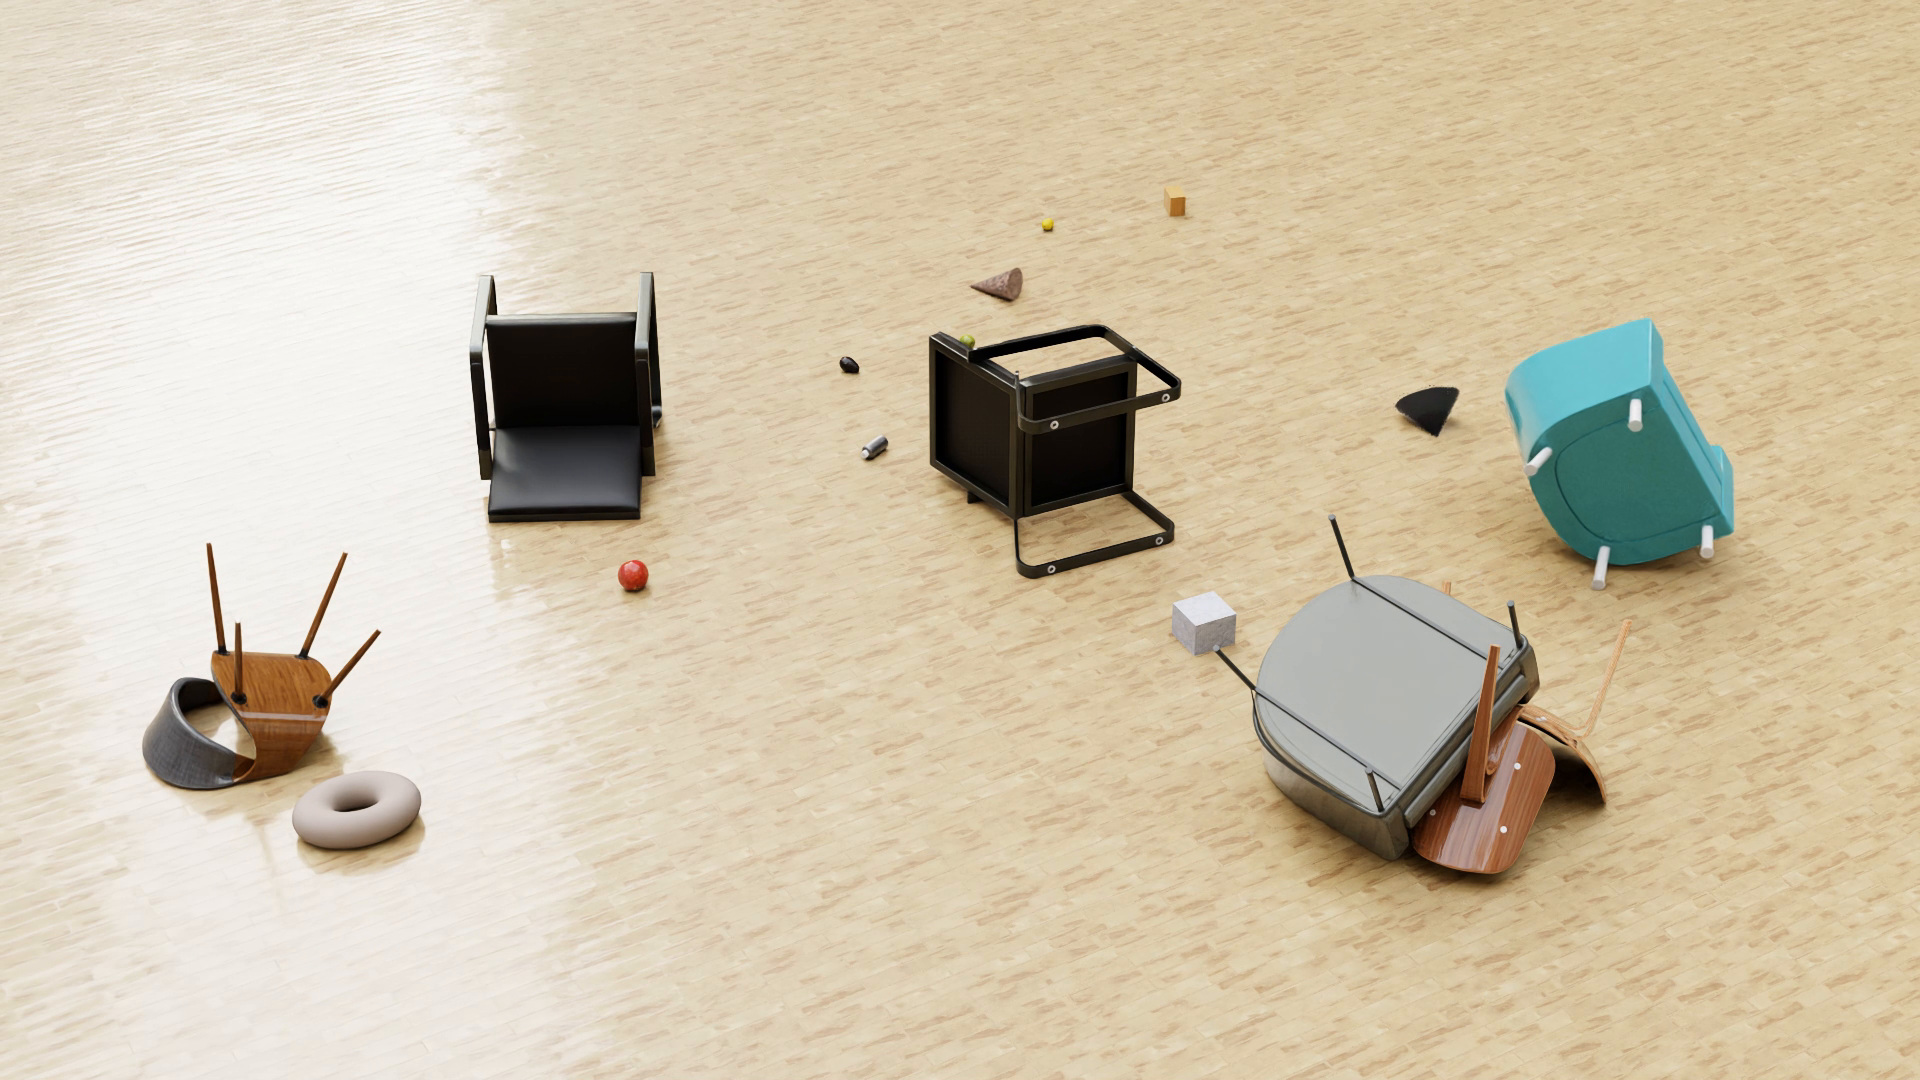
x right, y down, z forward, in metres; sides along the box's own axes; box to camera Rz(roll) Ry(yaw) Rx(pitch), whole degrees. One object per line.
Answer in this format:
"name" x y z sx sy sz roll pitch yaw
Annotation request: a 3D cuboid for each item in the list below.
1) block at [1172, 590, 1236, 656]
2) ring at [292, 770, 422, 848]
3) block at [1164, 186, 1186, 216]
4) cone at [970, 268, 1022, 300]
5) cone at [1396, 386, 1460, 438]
"block" 0.863 0.295 10.379 0.167 0.130 0.159 -16 36 -22
"ring" -1.956 0.873 9.510 0.419 0.122 0.314 -12 34 -16
"block" 0.964 -1.522 13.169 0.069 0.094 0.111 -6 34 -10
"cone" 0.135 -1.091 12.548 0.224 0.119 0.176 -1 37 27
"cone" 1.867 -0.479 11.591 0.262 0.197 0.172 -13 65 9
